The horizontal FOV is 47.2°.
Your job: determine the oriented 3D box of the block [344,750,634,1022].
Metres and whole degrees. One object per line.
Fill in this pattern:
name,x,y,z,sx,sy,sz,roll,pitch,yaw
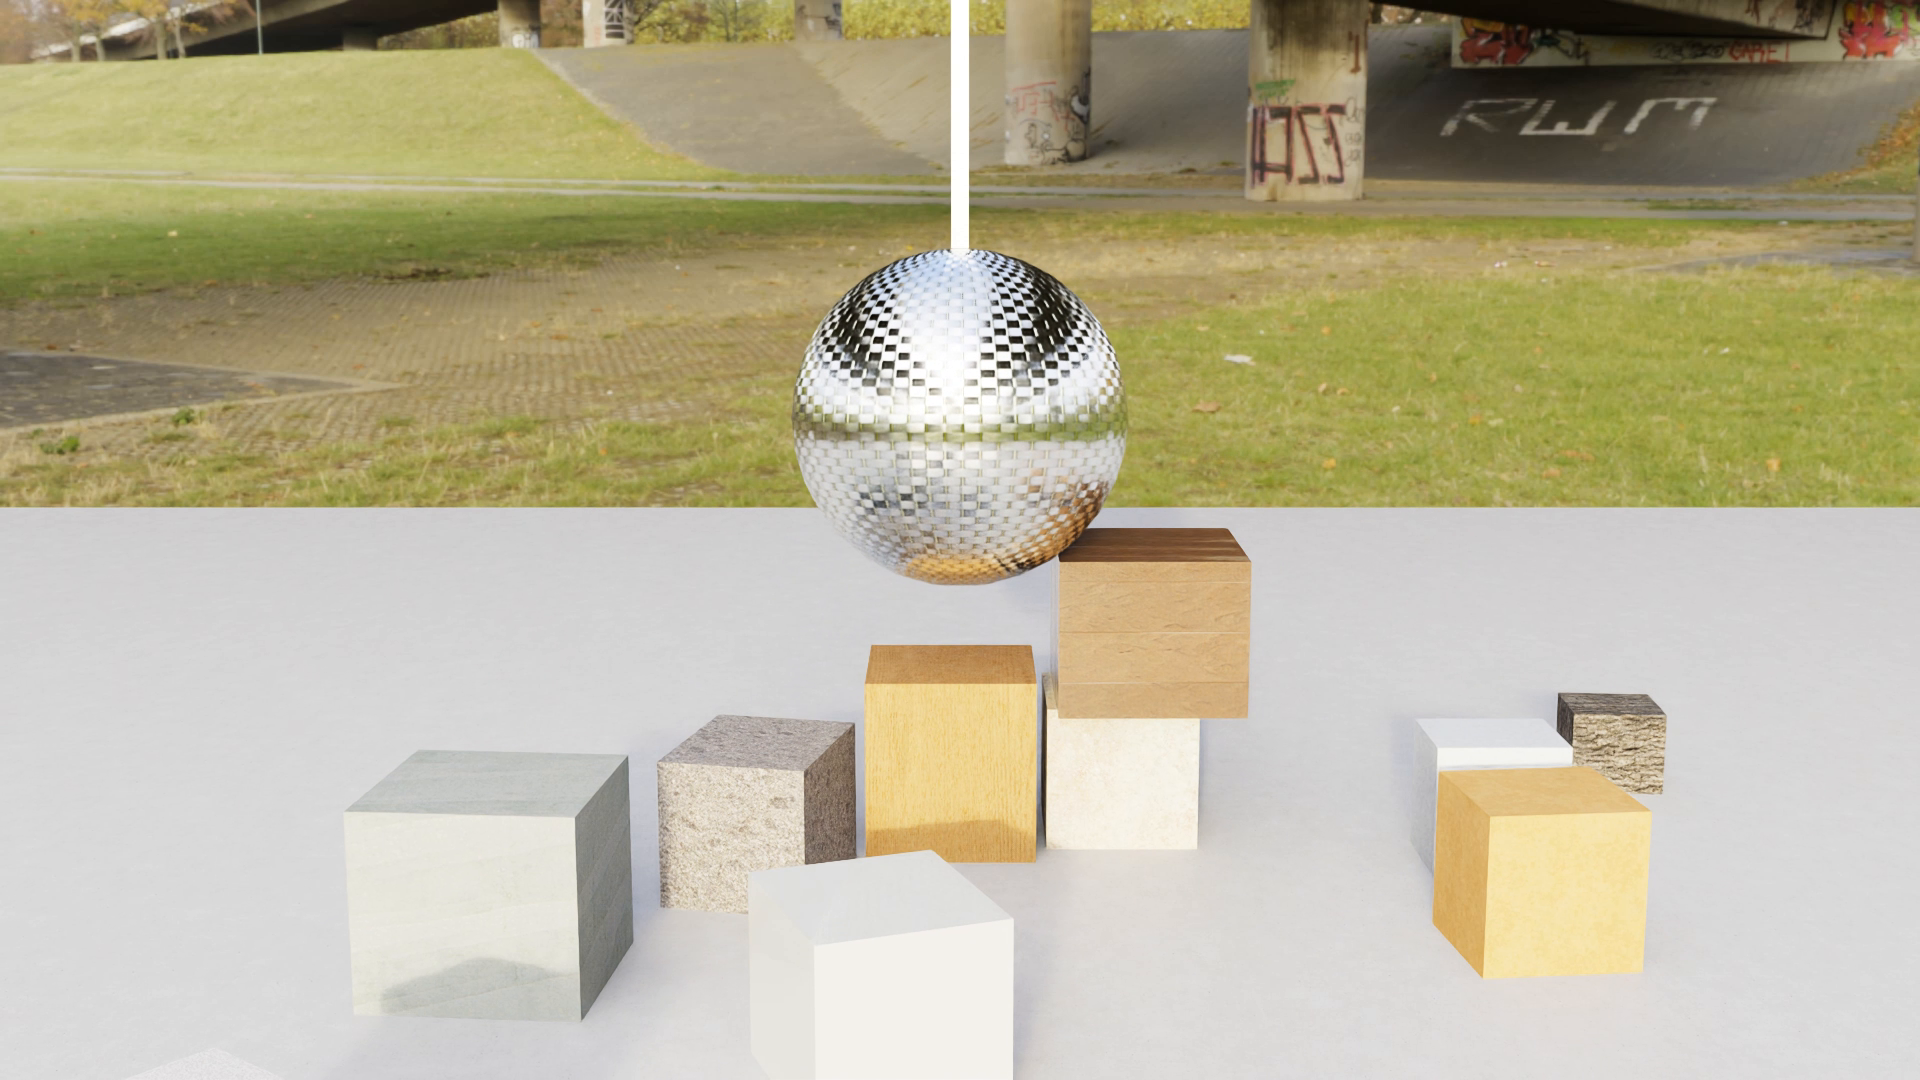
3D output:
block,-1.957,1.434,9.276,0.941,0.859,0.914,1,10,5

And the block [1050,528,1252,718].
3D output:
block,0.941,0.404,11.129,0.926,0.779,0.947,0,10,0

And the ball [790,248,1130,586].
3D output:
ball,0.000,-0.578,10.424,1.600,1.600,1.600,0,10,0

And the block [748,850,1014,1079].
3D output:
block,-0.311,1.683,8.258,0.754,0.735,0.844,-4,11,-21

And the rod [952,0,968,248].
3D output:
rod,0.000,-3.969,10.177,0.080,5.200,0.080,0,4,0

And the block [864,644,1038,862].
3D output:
block,-0.045,1.068,11.159,0.836,0.905,0.840,0,10,0

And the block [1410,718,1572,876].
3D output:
block,2.605,1.261,10.829,0.644,0.644,0.545,0,10,0

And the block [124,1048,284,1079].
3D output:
block,-2.180,2.028,6.109,0.809,0.823,0.811,8,13,39

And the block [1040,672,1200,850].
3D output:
block,0.811,1.126,11.354,0.755,0.722,0.786,0,10,0

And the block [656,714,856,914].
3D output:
block,-0.950,1.298,10.472,0.700,0.699,0.870,2,11,13

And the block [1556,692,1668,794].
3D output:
block,3.592,1.121,12.163,0.494,0.443,0.465,1,10,5

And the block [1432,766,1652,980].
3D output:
block,2.532,1.443,9.629,0.703,0.716,0.682,-1,10,-6
